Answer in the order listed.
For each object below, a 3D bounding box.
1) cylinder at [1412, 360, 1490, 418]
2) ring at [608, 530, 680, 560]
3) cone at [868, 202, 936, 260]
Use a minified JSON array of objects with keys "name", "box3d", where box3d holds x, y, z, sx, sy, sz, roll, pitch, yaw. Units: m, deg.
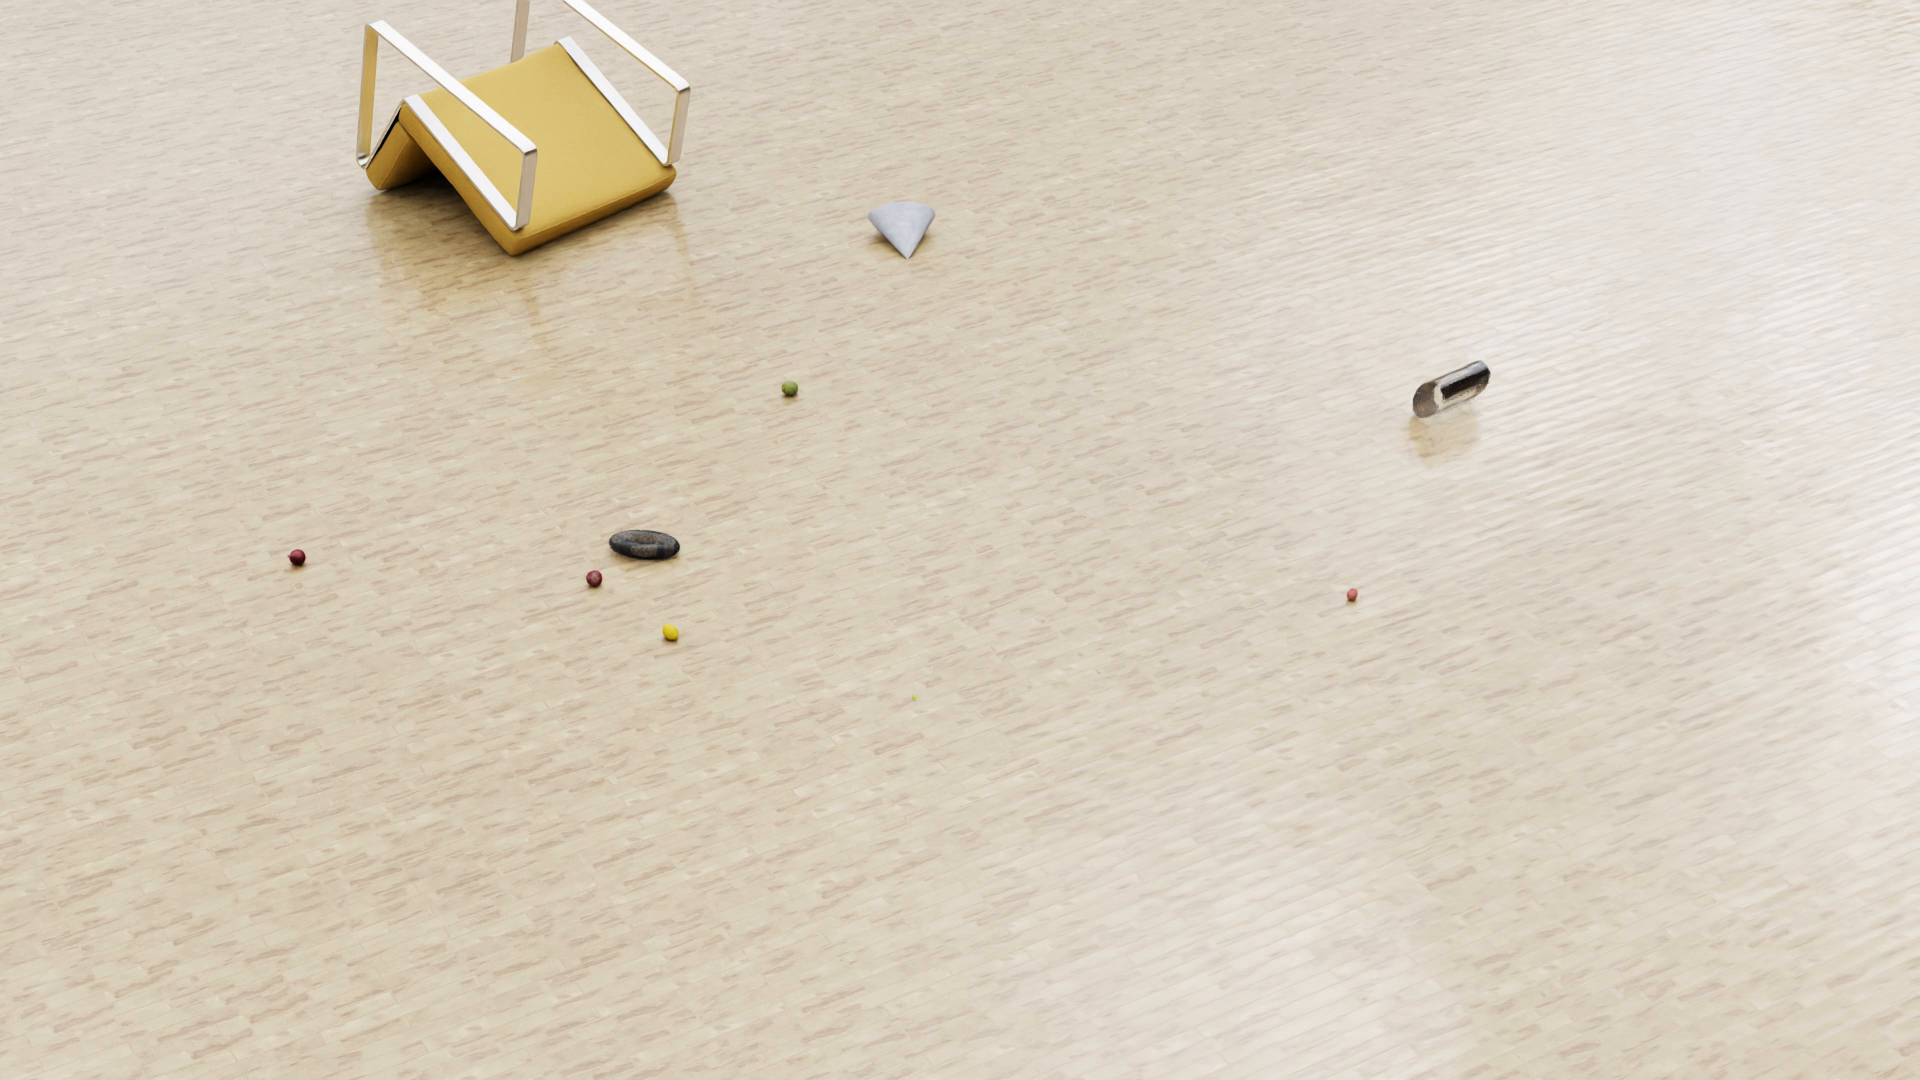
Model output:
[{"name":"cylinder","box3d":[1.956,-0.599,11.679,0.269,0.214,0.122,-23,72,-30]},{"name":"ring","box3d":[-1.169,0.017,10.863,0.270,0.062,0.144,5,33,7]},{"name":"cone","box3d":[-0.243,-1.328,12.888,0.303,0.166,0.285,-2,50,-7]}]
